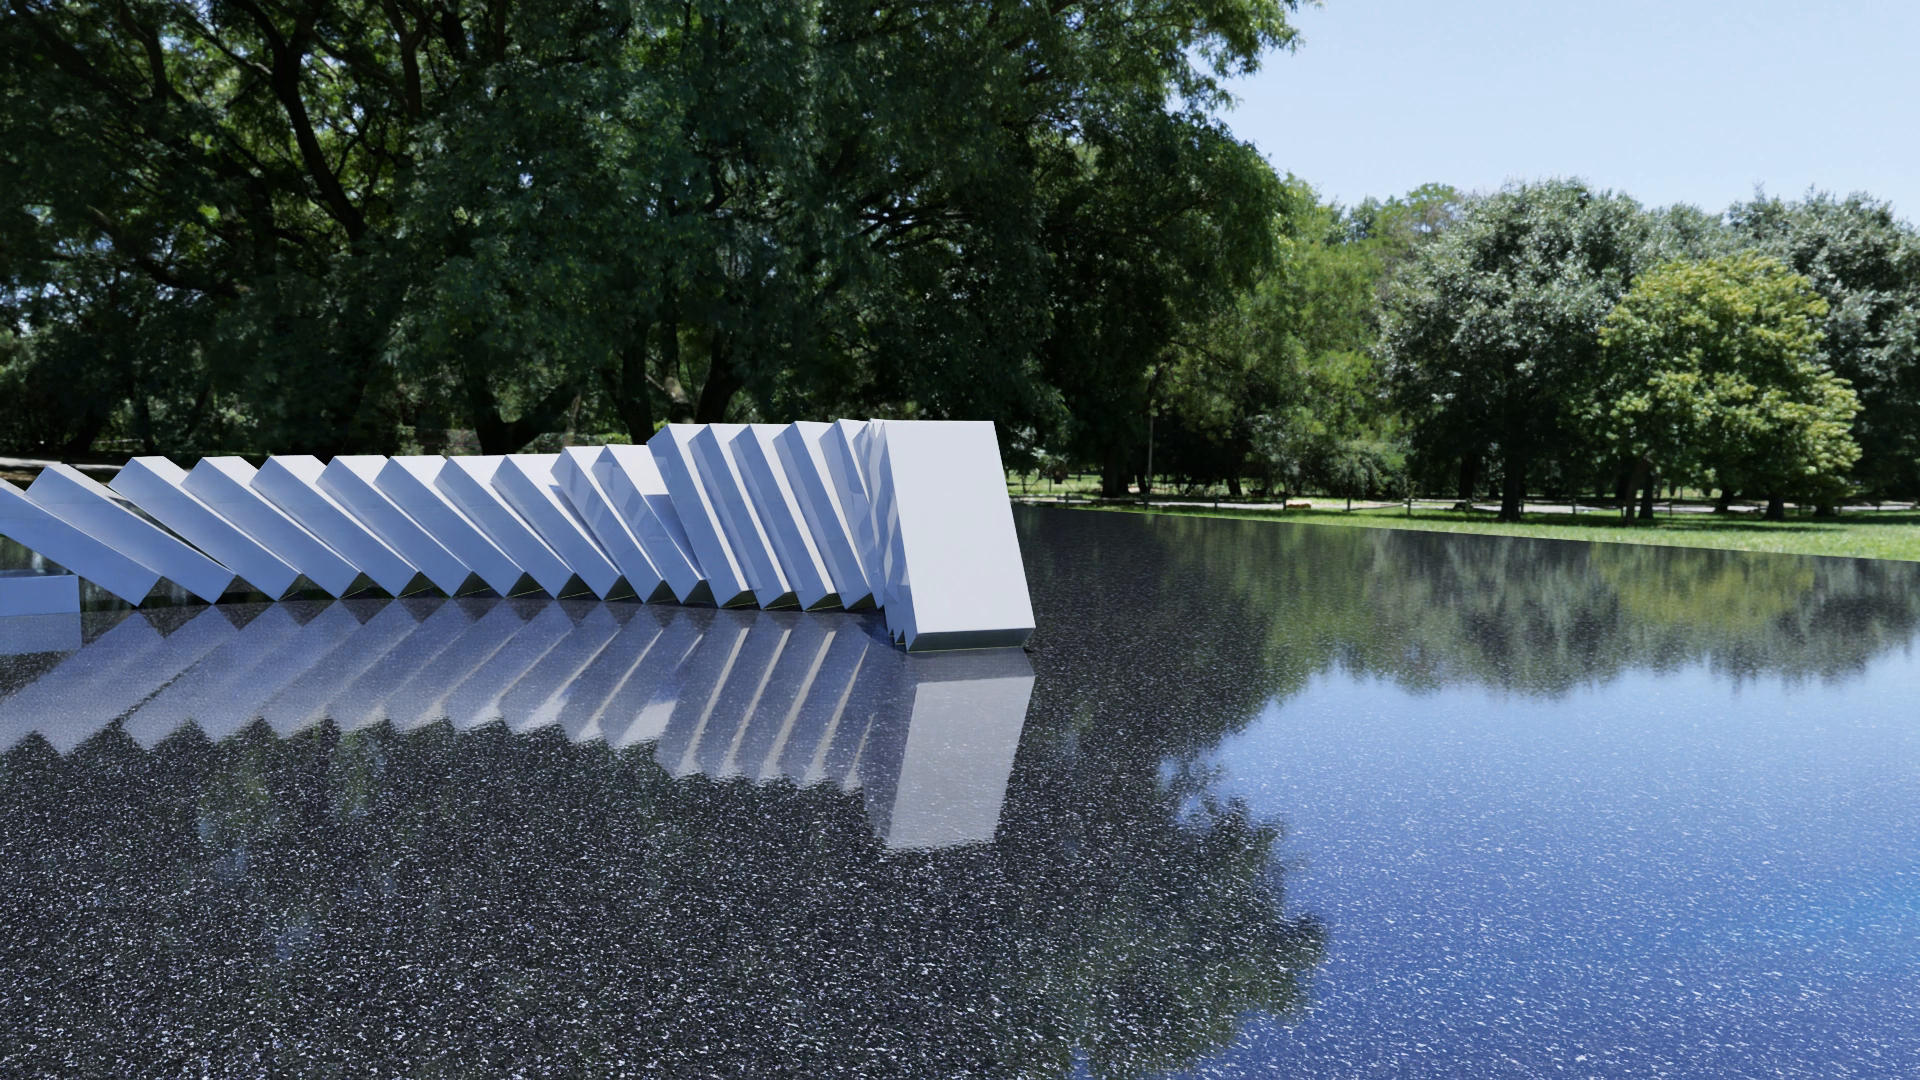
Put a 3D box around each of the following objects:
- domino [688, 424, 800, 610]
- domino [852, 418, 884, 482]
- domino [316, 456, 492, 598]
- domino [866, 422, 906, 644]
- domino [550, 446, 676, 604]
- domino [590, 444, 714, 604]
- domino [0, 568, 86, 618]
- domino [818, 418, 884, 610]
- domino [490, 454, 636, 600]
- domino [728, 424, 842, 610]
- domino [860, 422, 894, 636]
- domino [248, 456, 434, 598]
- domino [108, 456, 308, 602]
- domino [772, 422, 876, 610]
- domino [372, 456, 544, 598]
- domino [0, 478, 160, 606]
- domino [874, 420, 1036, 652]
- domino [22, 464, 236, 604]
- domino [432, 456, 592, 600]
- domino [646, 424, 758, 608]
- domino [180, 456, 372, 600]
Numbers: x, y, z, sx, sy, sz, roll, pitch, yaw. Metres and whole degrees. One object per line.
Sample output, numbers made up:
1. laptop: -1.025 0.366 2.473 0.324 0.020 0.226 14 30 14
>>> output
1. domino: -0.051 -0.007 0.343 0.009 0.050 0.025 -34 -15 31
2. domino: -0.008 -0.006 0.323 0.025 0.050 0.009 1 -30 -37
3. domino: -0.156 -0.005 0.368 0.050 0.010 0.025 40 7 1
4. domino: -0.005 -0.002 0.284 0.025 0.050 0.009 -1 -28 -18
5. domino: -0.090 -0.005 0.359 0.050 0.009 0.025 50 27 19
6. domino: -0.078 -0.005 0.354 0.050 0.009 0.025 51 28 21
7. domino: -0.250 0.014 0.321 0.050 0.009 0.025 -3 5 -31
8. domino: -0.017 -0.007 0.332 0.025 0.050 0.009 1 -30 -44
9. domino: -0.107 -0.004 0.364 0.050 0.009 0.025 43 19 15
10. domino: -0.040 -0.007 0.340 0.010 0.050 0.025 -34 -15 31
11. domino: -0.007 -0.003 0.295 0.025 0.050 0.010 -1 -28 -18
12. domino: -0.172 -0.004 0.364 0.050 0.009 0.025 39 2 -5
13. domino: -0.204 -0.003 0.353 0.050 0.009 0.025 40 -7 -15
14. domino: -0.029 -0.007 0.338 0.009 0.050 0.025 -34 -17 31
15. domino: -0.140 -0.005 0.368 0.050 0.009 0.025 40 9 4
16. domino: -0.233 -0.001 0.331 0.050 0.009 0.025 39 -16 -27
17. domino: -0.002 -0.002 0.273 0.025 0.050 0.009 -1 -27 -18
18. domino: -0.219 -0.002 0.342 0.050 0.009 0.025 37 -12 -23
19. domino: -0.123 -0.004 0.367 0.050 0.009 0.025 41 14 10
20. domino: -0.063 -0.007 0.346 0.009 0.050 0.025 -34 -15 31
21. domino: -0.188 -0.004 0.359 0.050 0.010 0.025 39 -2 -10
